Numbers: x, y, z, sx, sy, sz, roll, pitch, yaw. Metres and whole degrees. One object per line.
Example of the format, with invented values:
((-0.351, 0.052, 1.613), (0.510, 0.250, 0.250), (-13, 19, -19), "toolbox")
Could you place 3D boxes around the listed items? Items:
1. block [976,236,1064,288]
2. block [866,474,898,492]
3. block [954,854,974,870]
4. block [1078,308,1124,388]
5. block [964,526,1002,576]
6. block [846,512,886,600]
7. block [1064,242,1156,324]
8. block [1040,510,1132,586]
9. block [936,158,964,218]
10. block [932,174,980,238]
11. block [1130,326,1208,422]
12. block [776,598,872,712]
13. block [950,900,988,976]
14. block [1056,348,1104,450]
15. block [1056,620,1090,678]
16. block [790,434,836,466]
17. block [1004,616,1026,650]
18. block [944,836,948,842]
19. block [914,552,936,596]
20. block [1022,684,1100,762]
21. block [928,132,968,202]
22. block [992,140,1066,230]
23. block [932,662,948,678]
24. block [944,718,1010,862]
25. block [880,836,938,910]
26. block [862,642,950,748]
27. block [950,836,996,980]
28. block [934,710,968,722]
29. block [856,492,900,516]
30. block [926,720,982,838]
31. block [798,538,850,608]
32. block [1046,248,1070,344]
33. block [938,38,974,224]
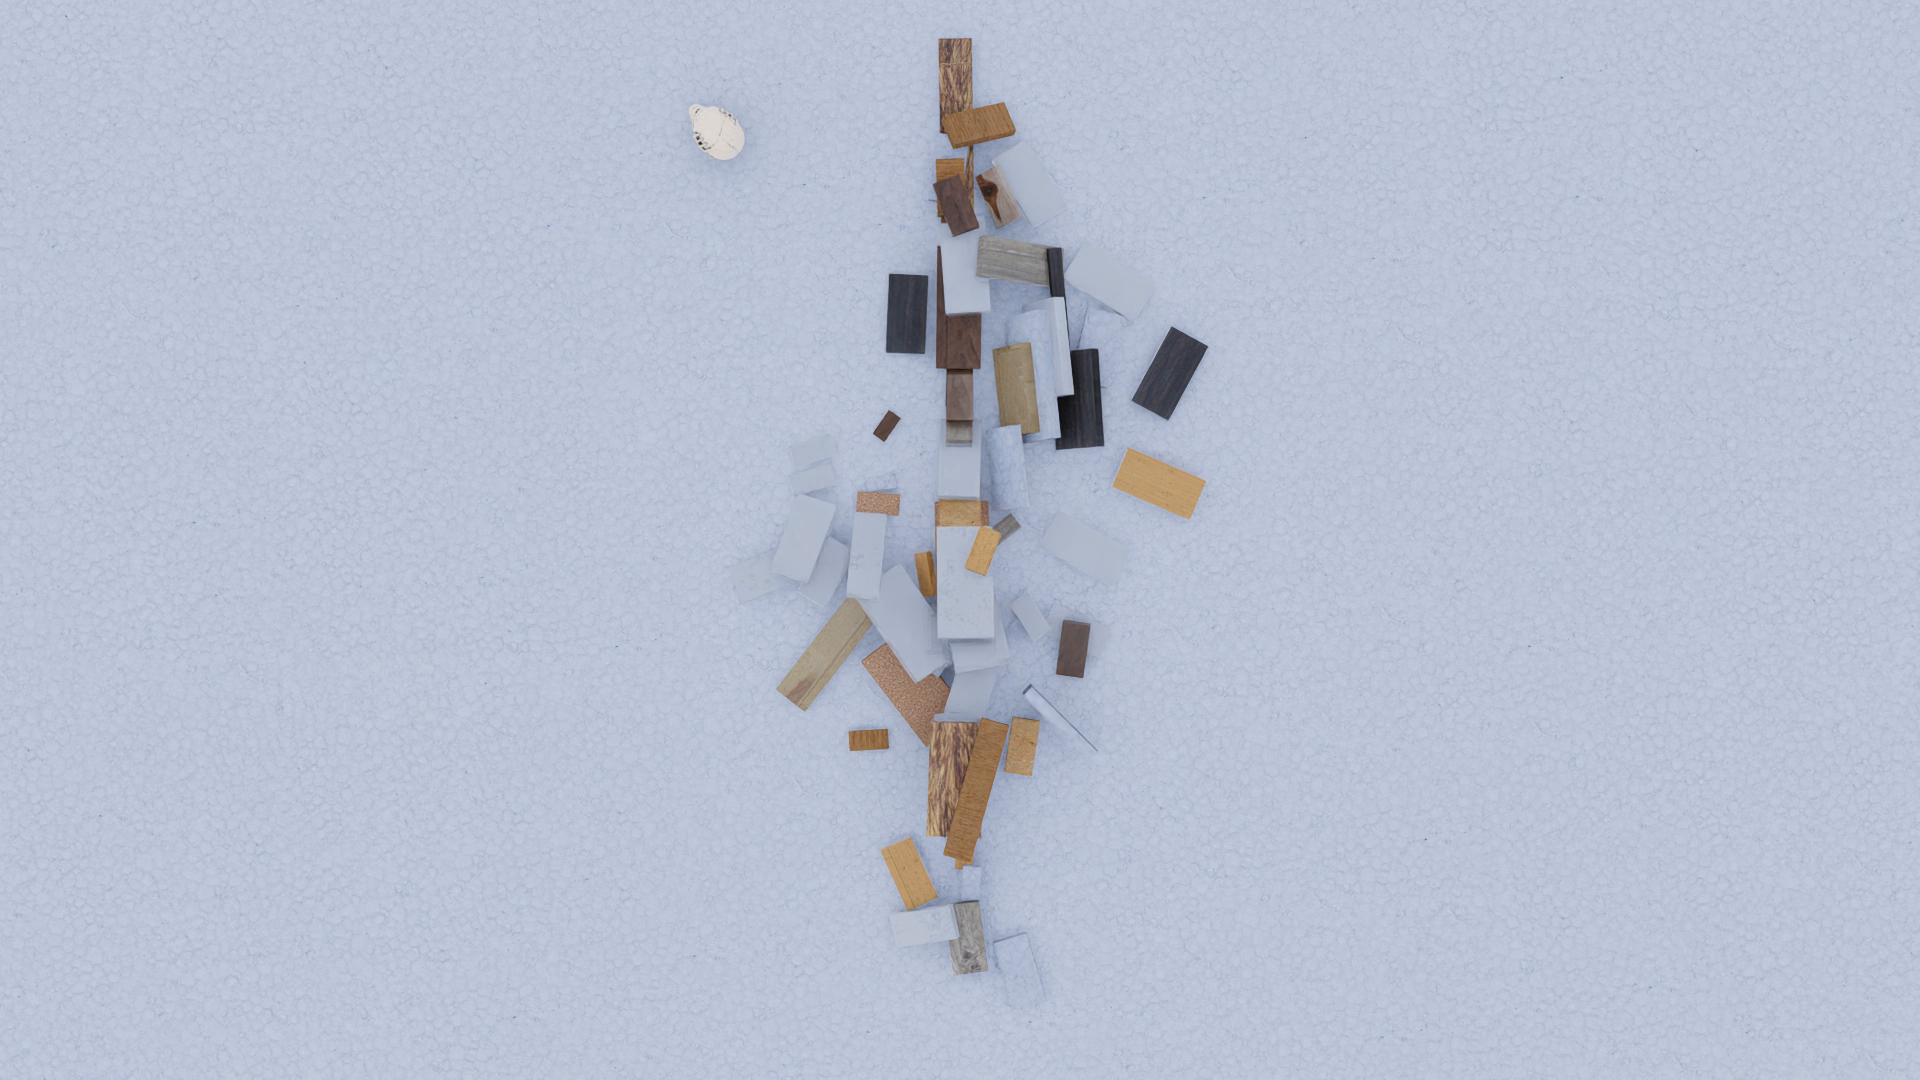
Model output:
((0.198, -0.912, 5.414), (0.301, 0.037, 0.131), (4, 90, -27), "block")
((-0.261, -0.191, 5.493), (0.097, 0.014, 0.049), (-9, 90, 0), "block")
((0.016, 1.031, 5.459), (0.059, 0.017, 0.117), (4, 90, 0), "block")
((0.455, -0.638, 5.483), (0.122, 0.035, 0.245), (13, 90, 0), "block")
((0.074, 0.035, 5.288), (0.073, 0.021, 0.146), (21, 82, 3), "block")
((-0.306, 0.050, 5.418), (0.105, 0.030, 0.301), (4, 63, 0), "block")
((0.495, -0.855, 5.480), (0.280, 0.040, 0.140), (32, 90, 0), "block")
((0.416, 0.028, 5.481), (0.273, 0.039, 0.136), (28, 90, 0), "block")
((-0.030, -1.158, 5.424), (0.093, 0.026, 0.185), (-2, 90, 0), "block")
((-0.013, -1.091, 5.382), (0.093, 0.026, 0.185), (-20, 81, -3), "block")
((0.695, -0.551, 5.480), (0.140, 0.040, 0.280), (28, 90, 0), "block")
((-0.427, 0.357, 5.483), (0.122, 0.035, 0.443), (38, 90, 0), "block")
((0.021, 1.314, 5.451), (0.115, 0.033, 0.230), (-8, 90, 0), "block")
((0.385, -0.462, 5.430), (0.160, 0.045, 0.320), (-3, 92, 36), "block")
((0.375, 0.361, 5.459), (0.092, 0.026, 0.184), (8, 106, 5), "block")
((-0.488, -0.298, 5.490), (0.142, 0.020, 0.071), (-17, 90, 0), "block")
((0.188, 0.306, 5.492), (0.058, 0.016, 0.116), (38, 90, 0), "block")
((-0.021, 0.965, 5.384), (0.058, 0.017, 0.117), (-8, 102, 4), "block")
((-0.112, 0.114, 5.464), (0.021, 0.073, 0.146), (-10, 90, -35), "block")
((0.332, 0.602, 5.432), (0.313, 0.136, 0.039), (45, 90, 0), "block")
((-0.037, -1.227, 5.453), (0.110, 0.031, 0.221), (7, 90, 0), "block")
((0.230, -1.182, 5.482), (0.131, 0.037, 0.261), (-32, 90, 0), "block")
((-0.062, 0.389, 5.431), (0.058, 0.016, 0.116), (37, 75, 0), "block")
((0.052, 0.803, 5.299), (0.092, 0.026, 0.456), (16, 90, 0), "block")
((-0.169, 1.108, 5.485), (0.109, 0.031, 0.219), (-24, 90, 0), "block")
((-0.148, 0.489, 5.460), (0.178, 0.050, 0.355), (-37, 94, 0), "block")
((0.031, 1.122, 5.484), (0.115, 0.033, 0.660), (-5, 90, 0), "block")
((-0.016, 0.708, 5.379), (0.109, 0.031, 0.290), (-5, 90, 0), "block")
((-0.272, -0.121, 5.490), (0.142, 0.020, 0.071), (4, 90, 0), "block")
((-0.013, 0.774, 5.338), (0.178, 0.050, 0.368), (2, 90, 0), "block")
((-0.440, 0.107, 5.462), (0.105, 0.030, 0.211), (31, 81, -8), "block")
((0.326, -0.798, 5.458), (0.049, 0.014, 0.334), (-10, 100, -26), "block")
((-0.010, -1.230, 5.484), (0.110, 0.031, 0.867), (-1, 90, 0), "block")
